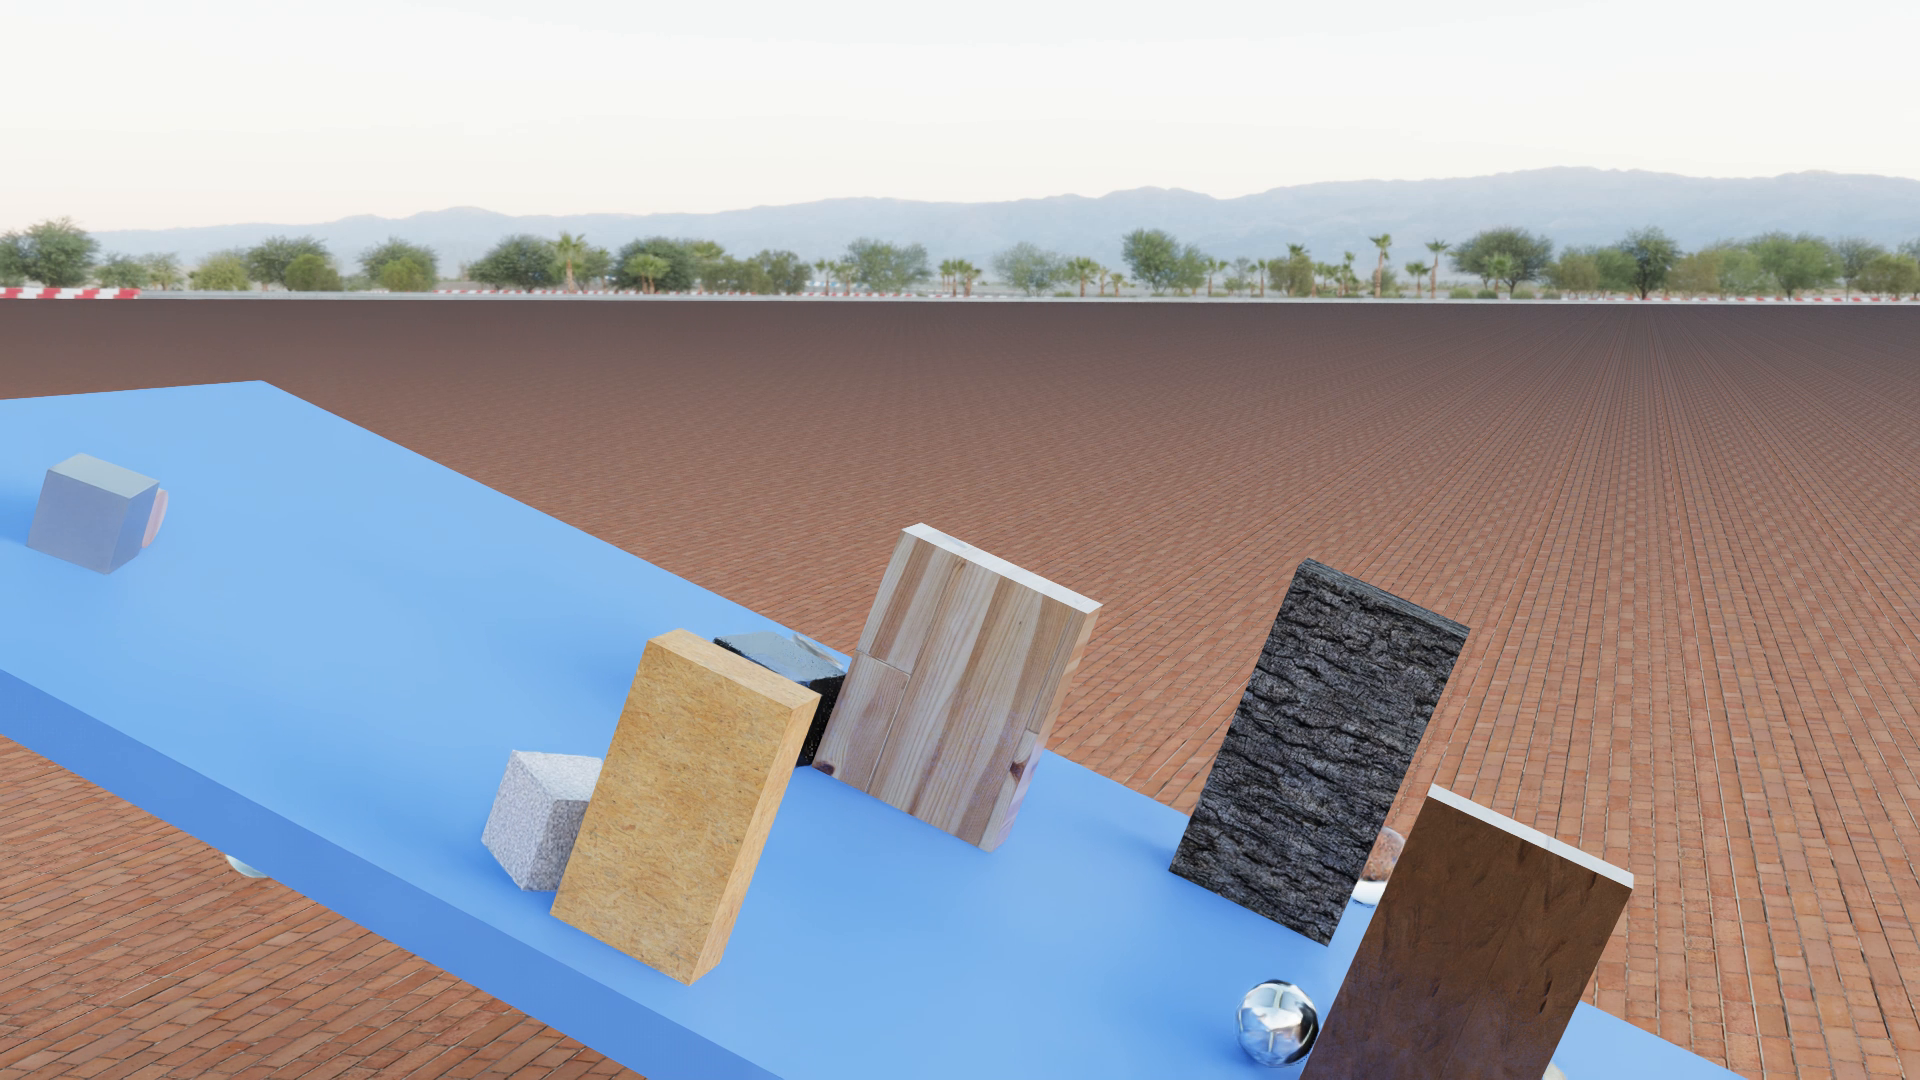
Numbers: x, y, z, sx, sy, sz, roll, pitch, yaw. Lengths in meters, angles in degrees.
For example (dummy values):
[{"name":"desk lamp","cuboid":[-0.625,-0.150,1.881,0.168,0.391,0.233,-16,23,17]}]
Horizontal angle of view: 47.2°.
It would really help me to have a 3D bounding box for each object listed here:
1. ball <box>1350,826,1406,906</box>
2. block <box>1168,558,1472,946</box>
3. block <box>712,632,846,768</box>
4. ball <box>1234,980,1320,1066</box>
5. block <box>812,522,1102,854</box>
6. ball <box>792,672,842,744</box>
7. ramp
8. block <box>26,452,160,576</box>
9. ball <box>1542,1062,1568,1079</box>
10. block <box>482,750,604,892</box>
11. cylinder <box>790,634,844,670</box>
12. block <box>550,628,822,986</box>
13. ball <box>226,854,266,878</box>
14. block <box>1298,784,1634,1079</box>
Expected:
[{"name":"ball","cuboid":[0.916,0.719,4.862,0.177,0.177,0.177,0,7,0]},{"name":"block","cuboid":[0.740,0.436,4.547,0.361,0.704,0.139,24,13,13]},{"name":"block","cuboid":[-0.385,0.320,4.361,0.201,0.201,0.201,27,14,26]},{"name":"ball","cuboid":[0.550,0.839,3.821,0.146,0.146,0.146,0,7,0]},{"name":"block","cuboid":[-0.009,0.290,4.360,0.403,0.521,0.124,24,13,13]},{"name":"ball","cuboid":[-0.303,0.344,4.518,0.147,0.147,0.147,0,7,0]},{"name":"ramp","cuboid":[-0.311,0.554,4.197,4.000,0.100,2.000,24,13,13]},{"name":"block","cuboid":[-1.594,-0.049,4.047,0.153,0.153,0.153,20,13,-5]},{"name":"ball","cuboid":[1.019,0.997,3.937,0.149,0.149,0.149,0,7,0]},{"name":"block","cuboid":[-0.634,0.450,3.504,0.162,0.162,0.162,10,17,-40]},{"name":"cylinder","cuboid":[-0.334,0.287,4.667,0.130,0.130,0.130,33,0,0]},{"name":"block","cuboid":[-0.419,0.404,3.347,0.248,0.468,0.118,24,13,13]},{"name":"ball","cuboid":[-2.153,0.935,6.760,0.206,0.206,0.206,0,7,0]},{"name":"block","cuboid":[0.846,0.750,3.716,0.356,0.572,0.090,24,13,13]}]
